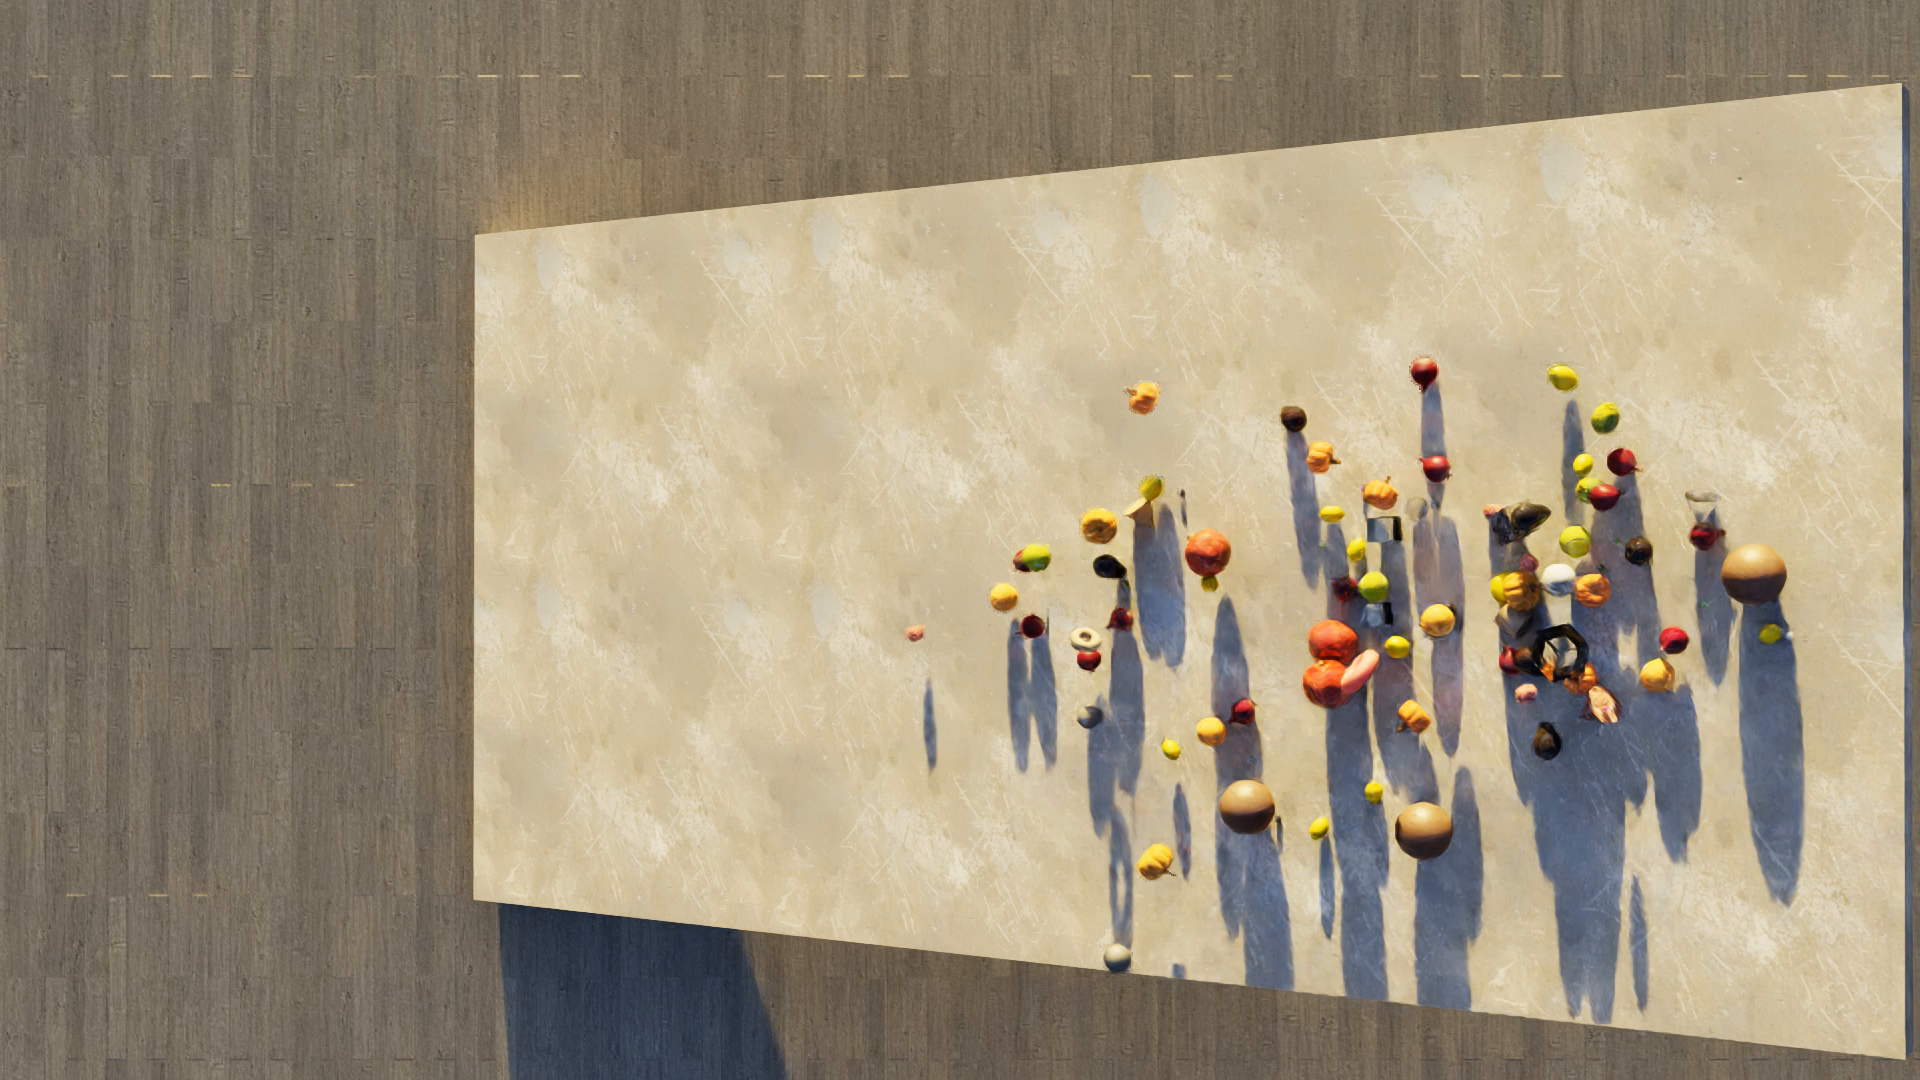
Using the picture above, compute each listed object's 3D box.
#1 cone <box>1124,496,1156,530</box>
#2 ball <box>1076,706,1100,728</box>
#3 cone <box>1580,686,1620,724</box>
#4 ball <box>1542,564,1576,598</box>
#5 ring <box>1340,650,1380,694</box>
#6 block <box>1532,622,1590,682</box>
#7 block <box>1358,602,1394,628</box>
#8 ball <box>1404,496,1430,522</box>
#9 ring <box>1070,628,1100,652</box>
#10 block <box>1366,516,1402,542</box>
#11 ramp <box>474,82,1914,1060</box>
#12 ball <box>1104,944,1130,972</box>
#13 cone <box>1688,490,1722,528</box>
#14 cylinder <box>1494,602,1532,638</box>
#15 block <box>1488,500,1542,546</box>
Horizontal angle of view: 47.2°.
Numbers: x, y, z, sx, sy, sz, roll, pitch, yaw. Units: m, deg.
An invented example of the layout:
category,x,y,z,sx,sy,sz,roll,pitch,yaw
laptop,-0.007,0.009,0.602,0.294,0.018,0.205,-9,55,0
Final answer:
category,x,y,z,sx,sy,sz,roll,pitch,yaw
cone,0.458,-0.054,5.402,0.078,0.078,0.078,-39,91,0
ball,0.319,0.440,5.471,0.058,0.058,0.058,0,89,0
cone,1.384,0.375,4.817,0.087,0.087,0.087,11,62,-21
ball,1.306,0.088,4.792,0.075,0.075,0.075,0,89,0
ring,0.893,0.294,4.910,0.038,0.114,0.114,39,90,1
block,1.303,0.244,4.774,0.082,0.082,0.082,-14,130,-15
block,0.960,0.173,5.071,0.053,0.053,0.053,-13,82,42
ball,1.044,-0.071,5.024,0.056,0.056,0.056,0,89,0
ring,0.307,0.245,5.380,0.077,0.077,0.026,9,130,0
block,0.977,-0.024,5.059,0.056,0.056,0.056,-1,87,-45
ramp,0.261,0.072,5.603,4.000,0.100,2.000,0,89,32
ball,0.387,1.031,5.417,0.068,0.068,0.068,0,89,0
cone,1.581,-0.059,4.694,0.073,0.073,0.073,5,120,0
cylinder,1.233,0.179,4.901,0.059,0.059,0.059,41,90,27
block,1.231,-0.039,4.881,0.069,0.069,0.069,-18,78,-23
